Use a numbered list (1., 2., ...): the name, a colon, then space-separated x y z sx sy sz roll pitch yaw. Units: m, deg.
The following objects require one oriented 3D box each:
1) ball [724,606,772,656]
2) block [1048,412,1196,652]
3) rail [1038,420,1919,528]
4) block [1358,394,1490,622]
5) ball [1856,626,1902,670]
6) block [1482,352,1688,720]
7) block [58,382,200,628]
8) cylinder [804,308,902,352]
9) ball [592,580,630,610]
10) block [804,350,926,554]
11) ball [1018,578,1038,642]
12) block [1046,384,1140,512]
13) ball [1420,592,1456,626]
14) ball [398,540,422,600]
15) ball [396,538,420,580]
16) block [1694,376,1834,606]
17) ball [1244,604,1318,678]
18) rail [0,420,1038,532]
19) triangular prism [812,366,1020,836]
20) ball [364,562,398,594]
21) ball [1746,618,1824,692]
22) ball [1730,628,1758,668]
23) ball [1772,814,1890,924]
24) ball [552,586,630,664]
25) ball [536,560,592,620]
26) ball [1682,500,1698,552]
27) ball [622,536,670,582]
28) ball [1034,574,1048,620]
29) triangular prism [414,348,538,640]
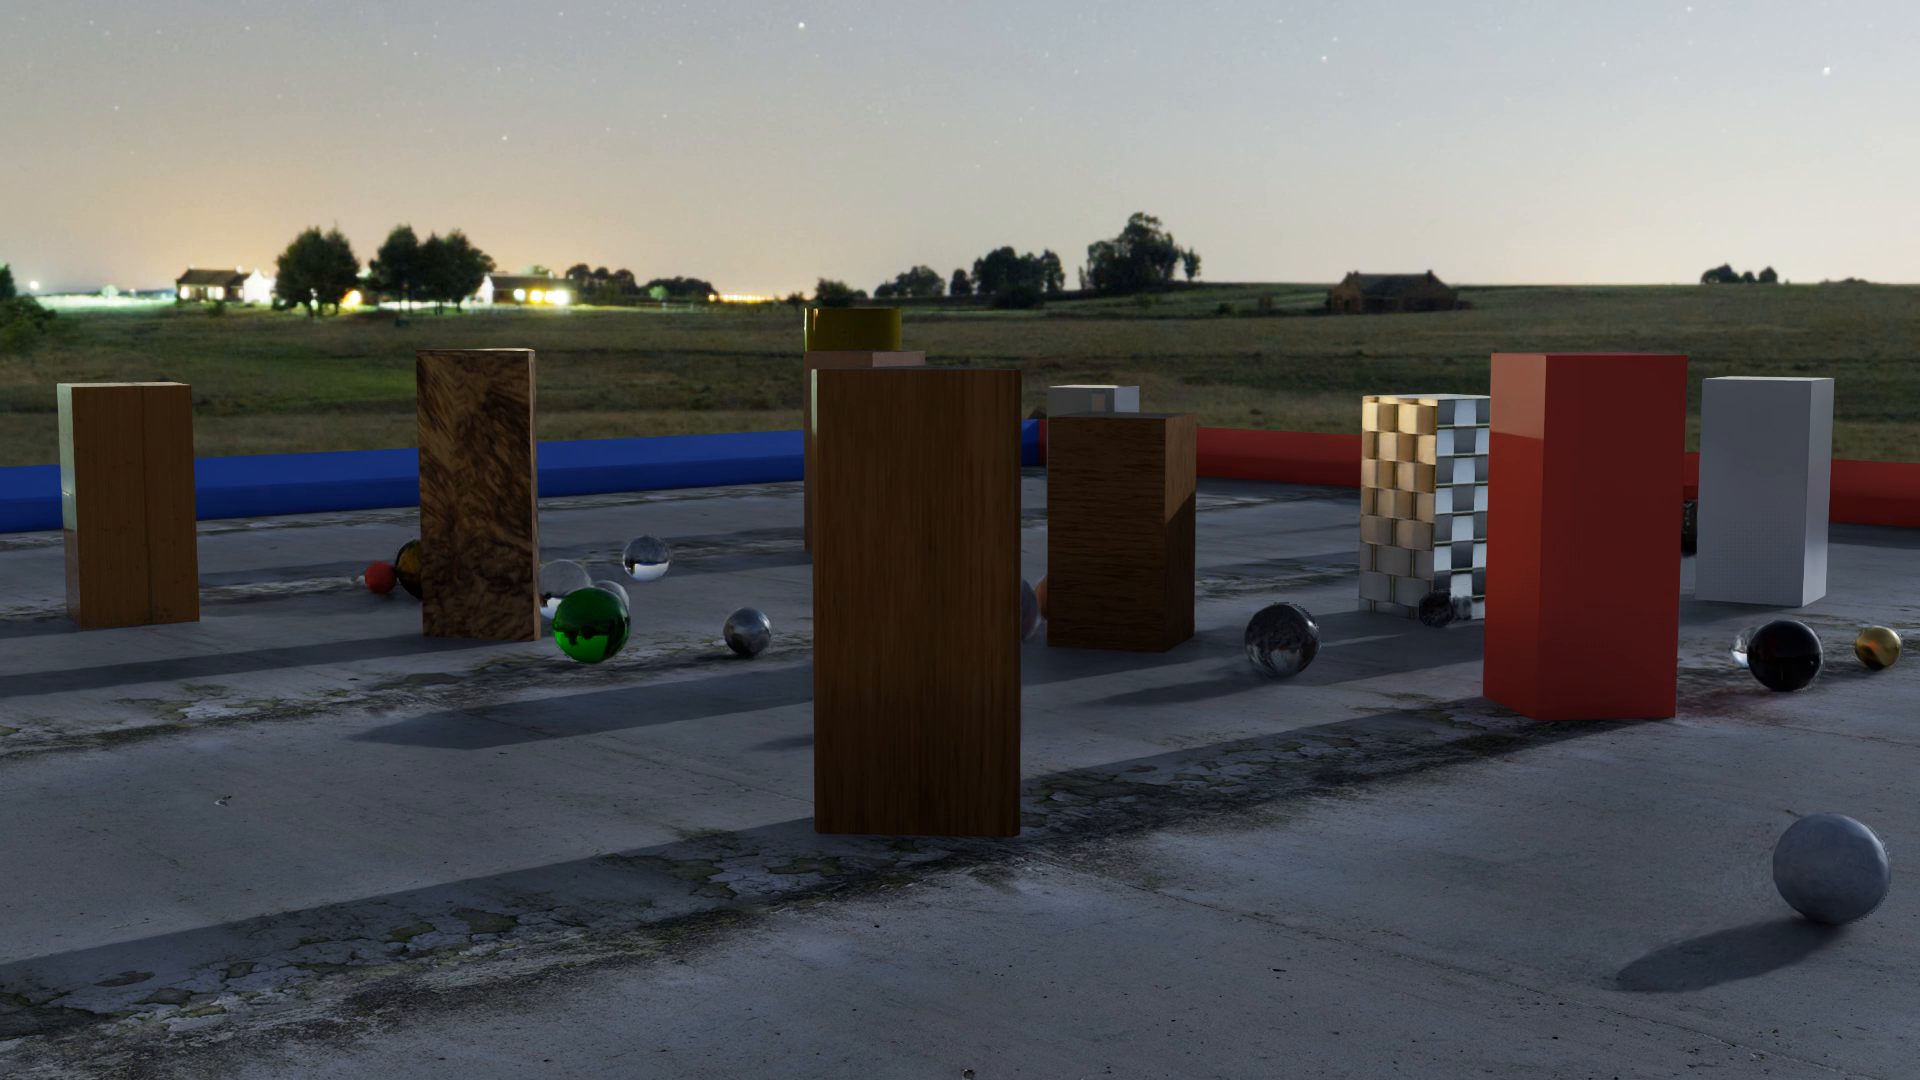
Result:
1. ball: -0.275 0.118 2.852 0.063 0.063 0.063 0 6 0
2. block: 0.219 -0.015 2.961 0.160 0.306 0.160 2 6 20
3. rail: 1.656 -0.124 4.851 0.045 0.130 4.256 -5 8 -42
4. block: 0.706 -0.052 3.244 0.160 0.320 0.160 -4 7 -31
5. ball: 1.146 0.134 2.744 0.054 0.054 0.054 0 6 0
6. block: 0.697 -0.010 2.468 0.160 0.397 0.160 -1 6 -7
7. block: -1.205 -0.055 3.184 0.160 0.340 0.160 -3 7 -29
8. cylinder: -0.218 -0.246 4.485 0.200 0.449 0.200 0 6 0
9. ball: -0.501 0.090 3.112 0.066 0.066 0.066 0 6 0
10. block: -0.176 -0.163 4.067 0.160 0.371 0.160 4 7 35
11. ball: 0.054 0.093 2.919 0.100 0.100 0.100 0 6 0
12. block: 0.299 -0.206 4.939 0.160 0.277 0.160 3 7 24
13. ball: 0.676 0.098 3.113 0.049 0.049 0.049 0 6 0
14. ball: -0.821 0.045 3.400 0.095 0.095 0.095 0 6 0
15. ball: -0.852 0.040 3.490 0.086 0.086 0.086 0 6 0
16. block: 1.250 -0.080 3.417 0.160 0.341 0.160 4 7 33
17. ball: 0.392 0.123 2.682 0.089 0.089 0.089 0 6 0
18. rail: -1.427 -0.126 4.870 4.553 0.130 0.045 -5 8 -42
19. triangular prism: -0.031 0.047 1.932 0.173 0.396 0.150 0 6 4
20. ball: -0.917 0.060 3.480 0.050 0.050 0.050 0 6 0
21. ball: 0.968 0.135 2.582 0.085 0.085 0.085 0 6 0
22. ball: 0.991 0.135 2.750 0.050 0.050 0.050 0 6 0
23. ball: 0.636 0.240 1.606 0.080 0.080 0.080 0 6 0
24. ball: -0.467 0.107 2.790 0.098 0.098 0.098 0 6 0
25. ball: -0.571 0.073 3.158 0.089 0.089 0.089 0 6 0
26. ball: 1.365 -0.027 4.092 0.096 0.096 0.096 0 6 0
27. ball: -0.516 0.031 3.620 0.077 0.077 0.077 0 6 0
28. ball: 0.144 0.082 3.133 0.077 0.077 0.077 0 6 0
29. triangular prism: -0.637 -0.068 3.054 0.173 0.392 0.150 2 6 14
